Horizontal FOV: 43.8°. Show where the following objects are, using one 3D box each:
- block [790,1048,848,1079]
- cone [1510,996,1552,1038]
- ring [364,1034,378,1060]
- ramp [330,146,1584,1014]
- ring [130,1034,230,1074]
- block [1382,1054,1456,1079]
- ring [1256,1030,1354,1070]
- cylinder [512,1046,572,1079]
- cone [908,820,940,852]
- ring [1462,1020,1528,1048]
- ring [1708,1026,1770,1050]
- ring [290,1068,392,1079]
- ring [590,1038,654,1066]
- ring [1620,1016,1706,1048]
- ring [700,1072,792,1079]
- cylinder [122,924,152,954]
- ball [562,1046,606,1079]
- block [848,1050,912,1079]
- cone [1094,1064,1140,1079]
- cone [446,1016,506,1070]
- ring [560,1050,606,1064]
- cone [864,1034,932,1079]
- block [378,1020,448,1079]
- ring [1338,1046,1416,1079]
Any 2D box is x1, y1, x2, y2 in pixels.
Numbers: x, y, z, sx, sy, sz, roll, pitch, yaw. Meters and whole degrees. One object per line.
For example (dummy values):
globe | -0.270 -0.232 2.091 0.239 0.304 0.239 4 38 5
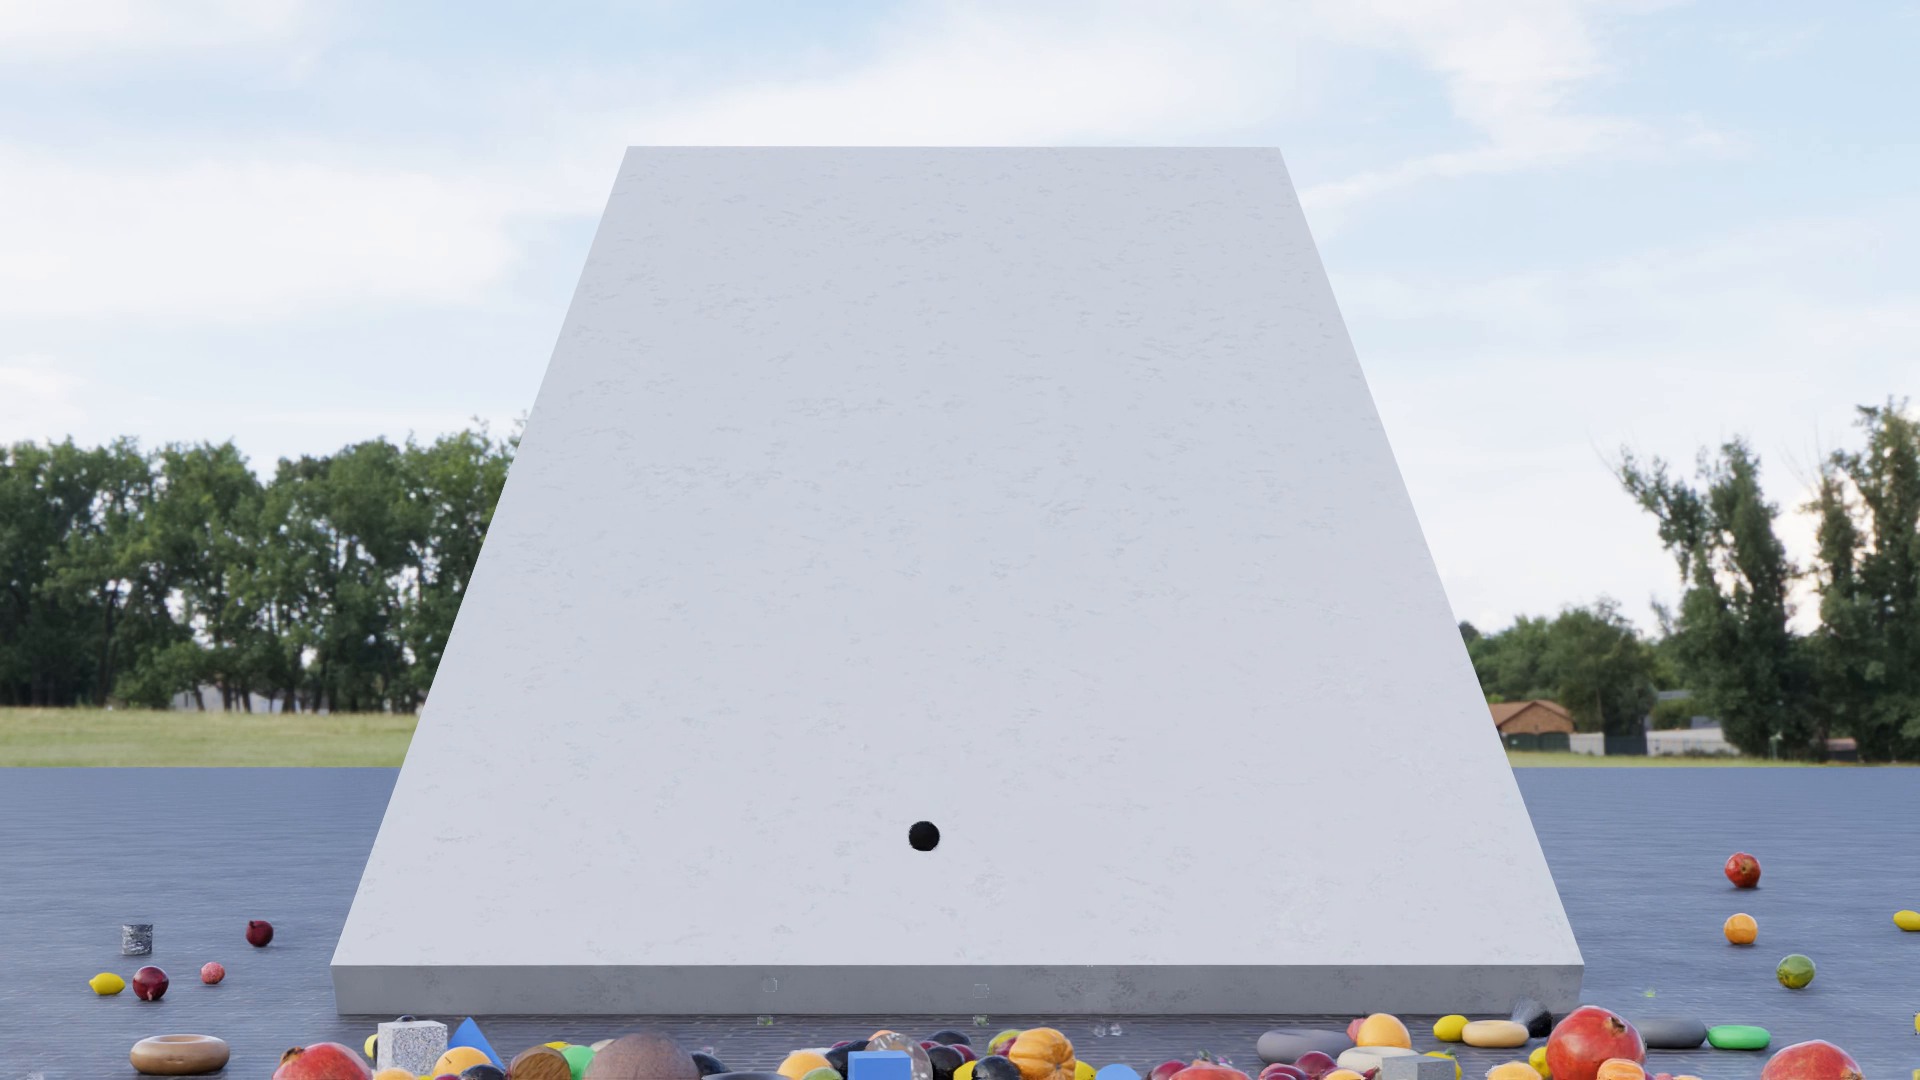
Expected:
block | -0.172 0.655 2.937 0.052 0.052 0.052 5 -7 -41
cone | 0.823 0.719 3.512 0.066 0.066 0.066 -36 18 -34
ring | -0.772 0.698 3.298 0.098 0.033 0.098 -1 -6 0
ramp | -0.012 -0.222 5.594 2.000 0.100 4.000 0 28 0
ring | -1.031 0.680 3.157 0.127 0.042 0.127 1 -5 0
block | 0.537 0.637 2.793 0.060 0.060 0.060 3 -6 -32
ring | 0.465 0.684 3.209 0.133 0.044 0.133 1 -6 0
cylinder | -0.492 0.633 2.804 0.070 0.070 0.070 1 -5 -10
cone | -0.060 0.505 4.103 0.054 0.054 0.054 0 1 4
ring | 0.770 0.711 3.437 0.095 0.032 0.095 -1 -5 0
ring | 1.111 0.710 3.408 0.087 0.029 0.087 0 -6 0
ring | -0.727 0.647 2.802 0.128 0.043 0.128 1 -5 0
ring | -0.459 0.693 3.228 0.089 0.030 0.089 -1 -4 0
ring | 1.012 0.707 3.437 0.120 0.040 0.120 0 -7 0
ring | -0.245 0.637 2.720 0.141 0.047 0.141 0 -4 0
cylinder | -1.752 0.849 5.086 0.061 0.061 0.061 0 -5 0
ball | -0.459 0.644 2.884 0.063 0.063 0.063 0 -5 0
block | -0.094 0.634 2.788 0.066 0.066 0.066 1 -5 -9
cone | 0.182 0.656 2.812 0.060 0.060 0.060 1 -32 -7
cone | -0.633 0.684 3.160 0.078 0.078 0.078 26 -3 6
ring | -0.504 0.682 3.102 0.087 0.029 0.087 1 -4 0
cone | -0.091 0.655 2.884 0.091 0.091 0.091 2 -32 -23
block | -0.703 0.657 3.064 0.070 0.070 0.070 3 -6 -28
ring | 0.540 0.674 3.065 0.112 0.037 0.112 0 -4 0
